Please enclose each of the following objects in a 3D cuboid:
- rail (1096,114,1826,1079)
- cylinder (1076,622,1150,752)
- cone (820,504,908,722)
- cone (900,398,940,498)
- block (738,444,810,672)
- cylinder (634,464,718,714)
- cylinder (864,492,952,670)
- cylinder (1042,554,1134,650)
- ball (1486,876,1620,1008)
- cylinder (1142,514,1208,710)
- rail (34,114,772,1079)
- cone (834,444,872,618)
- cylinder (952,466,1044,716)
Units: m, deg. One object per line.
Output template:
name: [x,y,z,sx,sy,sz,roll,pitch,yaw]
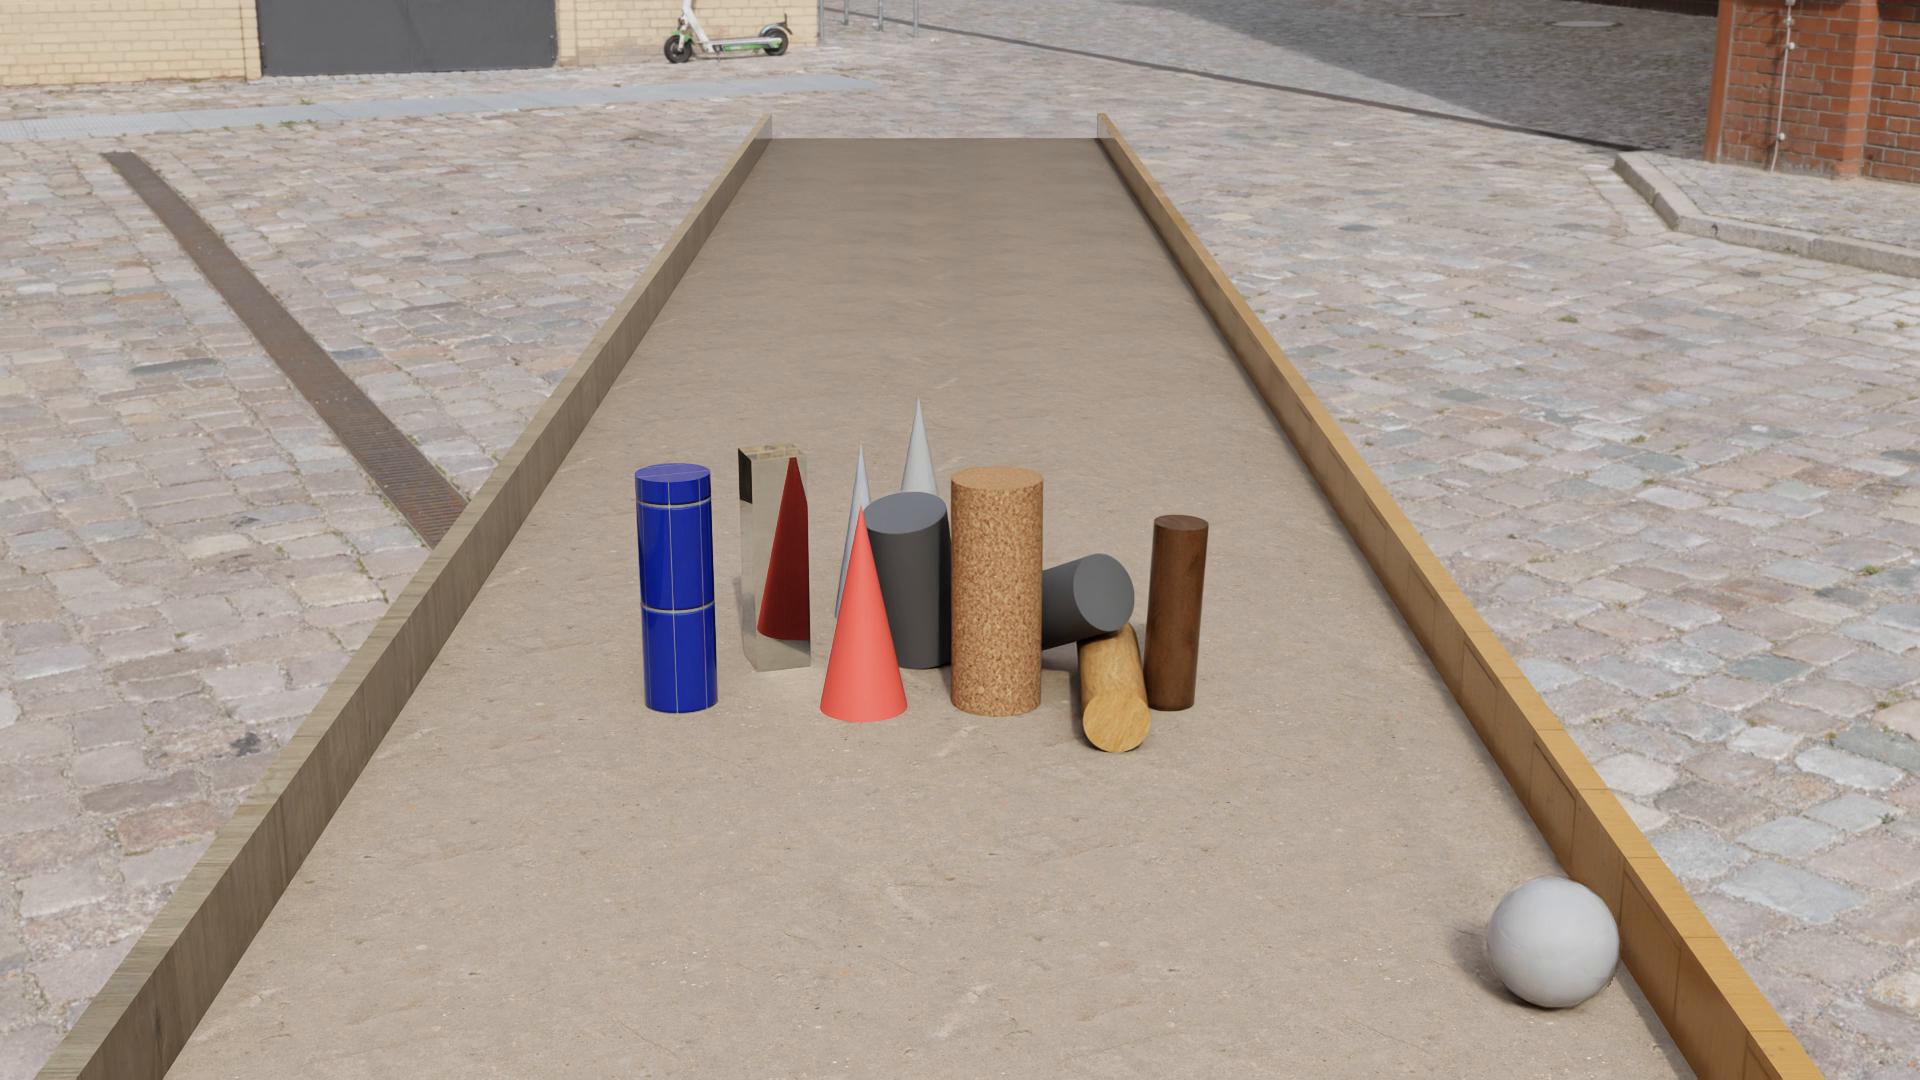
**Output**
rail: [0.932,-0.844,7.801,0.050,0.150,12.000,0,17,-1]
cylinder: [0.285,0.263,4.131,0.121,0.121,0.424,0,17,1]
cone: [-0.183,0.124,4.111,0.166,0.399,0.166,0,17,0]
cone: [-0.091,-0.116,4.879,0.164,0.419,0.164,0,17,0]
block: [-0.367,0.035,4.350,0.110,0.432,0.110,-6,17,-18]
cylinder: [-0.531,0.091,4.128,0.139,0.451,0.139,0,17,0]
cylinder: [-0.092,0.080,4.357,0.168,0.310,0.168,-6,29,3]
cylinder: [0.171,0.135,4.277,0.150,0.150,0.347,-13,-4,-38]
ball: [0.820,0.556,3.042,0.179,0.179,0.179,0,17,0]
cylinder: [0.403,0.137,4.136,0.102,0.355,0.102,2,17,-1]
rail: [-1.118,-0.838,7.780,0.050,0.150,12.000,0,17,-1]
cone: [-0.207,-0.022,4.637,0.122,0.378,0.122,0,17,0]
cylinder: [0.069,0.096,4.132,0.171,0.440,0.171,0,17,0]
